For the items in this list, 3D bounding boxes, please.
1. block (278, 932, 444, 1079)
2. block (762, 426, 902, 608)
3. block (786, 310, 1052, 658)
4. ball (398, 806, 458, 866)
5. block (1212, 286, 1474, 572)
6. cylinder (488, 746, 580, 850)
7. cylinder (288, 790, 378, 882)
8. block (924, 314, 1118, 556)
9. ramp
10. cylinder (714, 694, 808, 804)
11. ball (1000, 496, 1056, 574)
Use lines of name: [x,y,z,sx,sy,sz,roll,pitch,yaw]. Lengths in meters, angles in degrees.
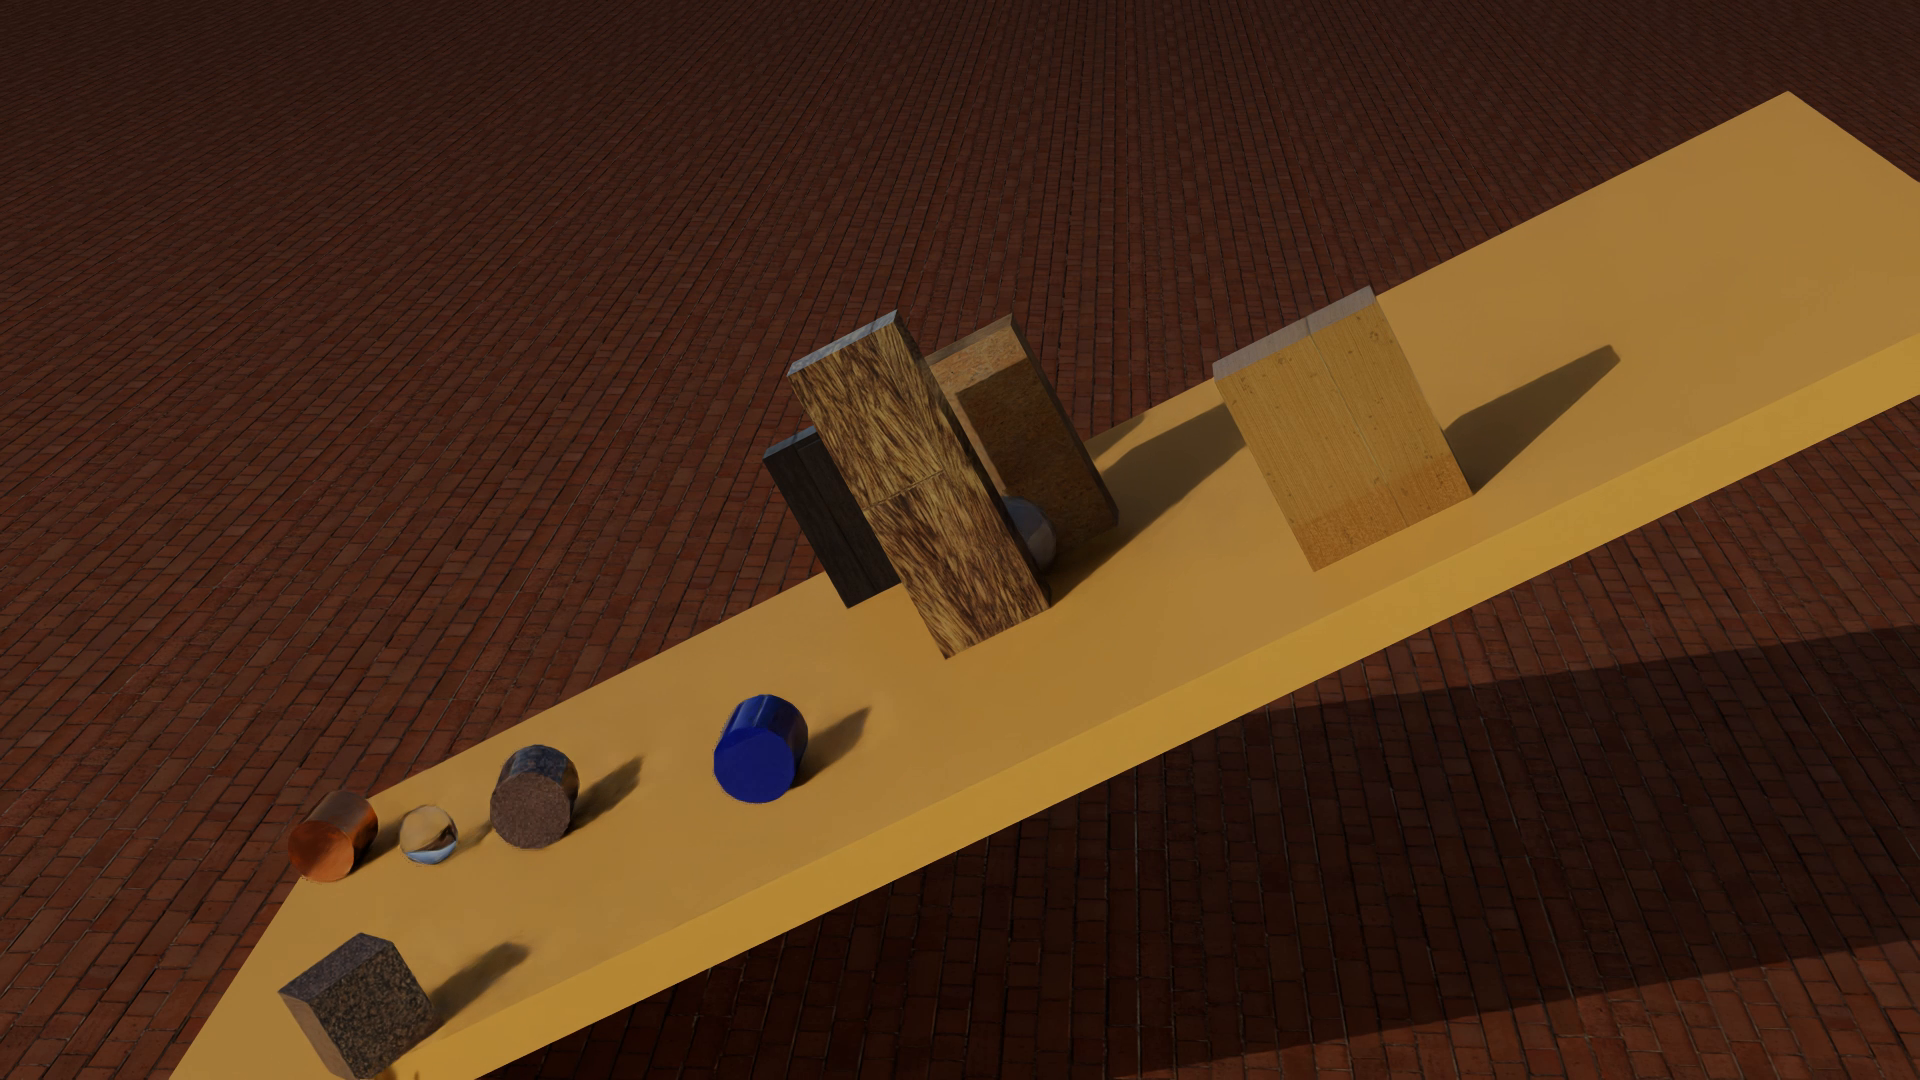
block: [-1.146,0.895,5.624,0.194,0.194,0.194,-36,15,-25]
block: [-0.170,-0.119,6.841,0.427,0.410,0.091,-26,14,11]
block: [-0.079,-0.112,6.072,0.247,0.682,0.117,-26,14,11]
ball: [-1.205,0.670,6.662,0.134,0.134,0.134,0,17,0]
block: [0.705,-0.205,5.432,0.324,0.408,0.143,-26,14,11]
cylinder: [-0.926,0.559,6.407,0.176,0.176,0.176,0,15,-1]
cylinder: [-1.498,0.708,7.032,0.165,0.165,0.165,3,21,9]
block: [0.052,-0.175,6.413,0.401,0.501,0.119,-26,14,11]
ramp: [0.141,0.167,6.281,4.000,0.100,2.000,-26,14,11]
cylinder: [-0.398,0.419,5.897,0.166,0.166,0.166,2,19,6]
ball: [0.106,0.005,6.298,0.201,0.201,0.201,0,17,0]
